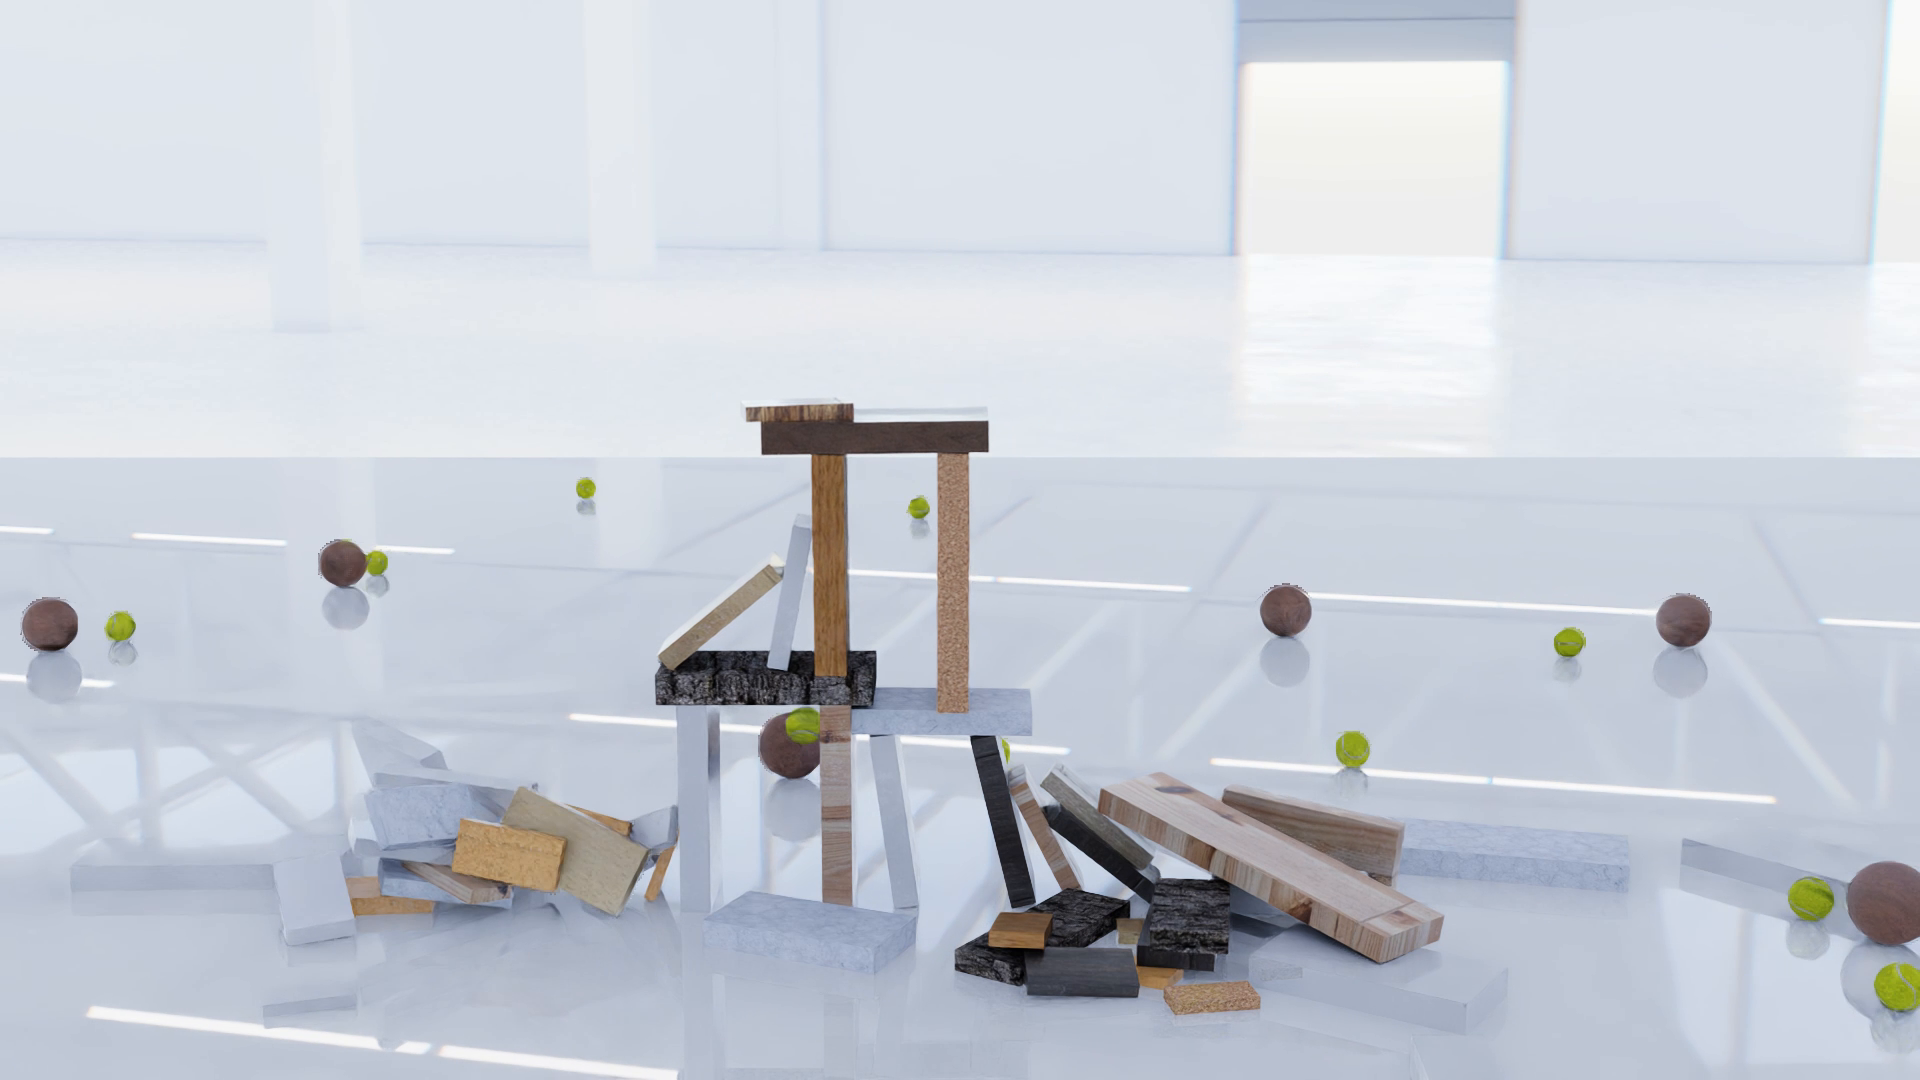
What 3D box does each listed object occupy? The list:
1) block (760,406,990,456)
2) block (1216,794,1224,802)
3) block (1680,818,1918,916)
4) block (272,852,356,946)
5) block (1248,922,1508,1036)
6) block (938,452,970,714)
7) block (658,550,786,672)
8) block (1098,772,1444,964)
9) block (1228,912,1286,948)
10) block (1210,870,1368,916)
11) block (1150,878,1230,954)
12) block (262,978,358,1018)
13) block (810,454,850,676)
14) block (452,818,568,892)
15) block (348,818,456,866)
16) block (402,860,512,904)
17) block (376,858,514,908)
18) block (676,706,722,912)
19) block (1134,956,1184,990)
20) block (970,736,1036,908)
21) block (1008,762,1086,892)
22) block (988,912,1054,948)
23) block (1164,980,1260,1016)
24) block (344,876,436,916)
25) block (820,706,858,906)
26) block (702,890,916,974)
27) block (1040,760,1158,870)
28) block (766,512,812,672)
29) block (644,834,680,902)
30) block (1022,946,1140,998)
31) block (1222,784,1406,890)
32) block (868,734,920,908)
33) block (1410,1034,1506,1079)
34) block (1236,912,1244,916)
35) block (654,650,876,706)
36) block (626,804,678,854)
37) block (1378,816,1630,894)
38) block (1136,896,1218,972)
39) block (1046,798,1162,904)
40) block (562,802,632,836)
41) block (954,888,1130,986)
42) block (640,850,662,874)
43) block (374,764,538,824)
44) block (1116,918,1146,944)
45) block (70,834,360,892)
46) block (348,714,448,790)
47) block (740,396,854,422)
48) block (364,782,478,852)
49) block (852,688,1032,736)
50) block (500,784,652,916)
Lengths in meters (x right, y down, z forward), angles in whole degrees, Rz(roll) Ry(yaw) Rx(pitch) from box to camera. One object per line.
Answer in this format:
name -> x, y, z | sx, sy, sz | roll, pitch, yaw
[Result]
block -> -0.133, -0.175, 3.522 | 0.356, 0.050, 0.178 | -1, 11, 0
block -> 0.548, 0.509, 4.028 | 0.200, 0.028, 0.100 | 7, 13, 34
block -> 1.424, 0.552, 3.741 | 0.168, 0.048, 0.337 | -9, 14, -39
block -> -1.038, 0.575, 3.531 | 0.104, 0.030, 0.209 | -7, 25, -20
block -> 0.616, 0.644, 3.248 | 0.337, 0.048, 0.168 | 7, 13, 33
block -> -0.011, 0.055, 3.566 | 0.050, 0.420, 0.178 | 0, 11, 0
block -> -0.386, 0.114, 3.576 | 0.237, 0.034, 0.118 | -39, 9, 6
block -> 0.478, 0.506, 3.467 | 0.149, 0.042, 0.580 | -9, 24, -43
block -> 0.447, 0.616, 3.480 | 0.128, 0.018, 0.064 | 10, 14, 42
block -> 0.524, 0.563, 3.523 | 0.247, 0.082, 0.023 | 4, 29, -4
block -> 0.355, 0.575, 3.377 | 0.117, 0.033, 0.233 | 1, 11, 7
block -> -0.949, 0.667, 3.205 | 0.131, 0.018, 0.065 | -4, 11, -18
block -> -0.208, 0.026, 3.559 | 0.050, 0.356, 0.178 | 0, 11, -1
block -> -0.726, 0.507, 3.543 | 0.171, 0.086, 0.024 | 11, 1, 4
block -> -0.827, 0.508, 3.616 | 0.341, 0.027, 0.095 | 11, 8, -22
block -> -0.817, 0.545, 3.571 | 0.171, 0.024, 0.086 | 19, 10, 34
block -> -0.845, 0.560, 3.608 | 0.209, 0.030, 0.104 | 10, 9, -21
block -> -0.430, 0.420, 3.635 | 0.049, 0.347, 0.174 | 0, 11, 0
block -> 0.265, 0.648, 3.308 | 0.128, 0.018, 0.064 | 5, 12, 27
block -> 0.071, 0.446, 3.643 | 0.041, 0.292, 0.146 | -13, 10, 3
block -> 0.144, 0.486, 3.651 | 0.031, 0.220, 0.110 | -26, 9, 5
block -> 0.093, 0.592, 3.337 | 0.082, 0.023, 0.165 | 1, 0, 7
block -> 0.367, 0.667, 3.204 | 0.128, 0.018, 0.064 | -2, 11, -10
block -> -0.970, 0.585, 3.616 | 0.209, 0.030, 0.104 | -1, 11, -7
block -> -0.199, 0.420, 3.635 | 0.049, 0.347, 0.174 | 0, 11, 0
block -> -0.236, 0.612, 3.437 | 0.298, 0.042, 0.149 | 5, 11, 24
block -> 0.233, 0.460, 3.676 | 0.220, 0.031, 0.110 | 40, 9, 4
block -> -0.273, 0.083, 3.573 | 0.034, 0.237, 0.118 | 11, 10, -3
block -> -0.488, 0.527, 3.650 | 0.019, 0.133, 0.067 | 21, 10, -3
block -> 0.177, 0.638, 3.248 | 0.165, 0.023, 0.082 | 3, 29, -6
block -> 0.573, 0.509, 3.621 | 0.298, 0.149, 0.042 | 11, 12, 25
block -> -0.107, 0.445, 3.642 | 0.041, 0.292, 0.146 | -8, 10, 1
block -> 0.667, 0.713, 2.929 | 0.100, 0.028, 0.200 | 0, 11, 2
block -> 0.412, 0.597, 3.578 | 0.131, 0.018, 0.065 | -5, 12, -27
block -> -0.313, 0.225, 3.598 | 0.347, 0.049, 0.174 | 0, 11, 0
block -> -0.515, 0.485, 3.625 | 0.133, 0.067, 0.019 | -24, -40, 38
block -> 0.893, 0.539, 3.810 | 0.505, 0.048, 0.168 | 3, 11, 15
block -> 0.345, 0.604, 3.400 | 0.117, 0.033, 0.233 | 2, 11, 11
block -> 0.241, 0.512, 3.648 | 0.220, 0.031, 0.110 | 38, 9, -6
block -> -0.646, 0.488, 3.632 | 0.189, 0.095, 0.027 | 15, -17, 6
block -> 0.133, 0.617, 3.435 | 0.117, 0.033, 0.335 | 7, 13, 33
block -> -0.563, 0.551, 3.660 | 0.133, 0.019, 0.067 | -27, 10, 8
block -> -0.869, 0.483, 3.816 | 0.307, 0.153, 0.043 | 4, 17, 22
block -> 0.313, 0.617, 3.470 | 0.131, 0.018, 0.065 | 0, 11, 0
block -> -1.268, 0.551, 3.759 | 0.444, 0.043, 0.153 | 0, 11, -2
block -> -1.027, 0.432, 4.083 | 0.043, 0.153, 0.307 | -29, 25, -32
block -> -0.260, -0.208, 3.499 | 0.171, 0.024, 0.086 | -3, 11, -11
block -> -0.867, 0.446, 3.558 | 0.027, 0.095, 0.189 | -32, -20, 31
block -> -0.029, 0.281, 3.612 | 0.292, 0.041, 0.146 | 0, 11, 0
block -> -0.634, 0.503, 3.572 | 0.237, 0.118, 0.034 | 26, -1, 8
